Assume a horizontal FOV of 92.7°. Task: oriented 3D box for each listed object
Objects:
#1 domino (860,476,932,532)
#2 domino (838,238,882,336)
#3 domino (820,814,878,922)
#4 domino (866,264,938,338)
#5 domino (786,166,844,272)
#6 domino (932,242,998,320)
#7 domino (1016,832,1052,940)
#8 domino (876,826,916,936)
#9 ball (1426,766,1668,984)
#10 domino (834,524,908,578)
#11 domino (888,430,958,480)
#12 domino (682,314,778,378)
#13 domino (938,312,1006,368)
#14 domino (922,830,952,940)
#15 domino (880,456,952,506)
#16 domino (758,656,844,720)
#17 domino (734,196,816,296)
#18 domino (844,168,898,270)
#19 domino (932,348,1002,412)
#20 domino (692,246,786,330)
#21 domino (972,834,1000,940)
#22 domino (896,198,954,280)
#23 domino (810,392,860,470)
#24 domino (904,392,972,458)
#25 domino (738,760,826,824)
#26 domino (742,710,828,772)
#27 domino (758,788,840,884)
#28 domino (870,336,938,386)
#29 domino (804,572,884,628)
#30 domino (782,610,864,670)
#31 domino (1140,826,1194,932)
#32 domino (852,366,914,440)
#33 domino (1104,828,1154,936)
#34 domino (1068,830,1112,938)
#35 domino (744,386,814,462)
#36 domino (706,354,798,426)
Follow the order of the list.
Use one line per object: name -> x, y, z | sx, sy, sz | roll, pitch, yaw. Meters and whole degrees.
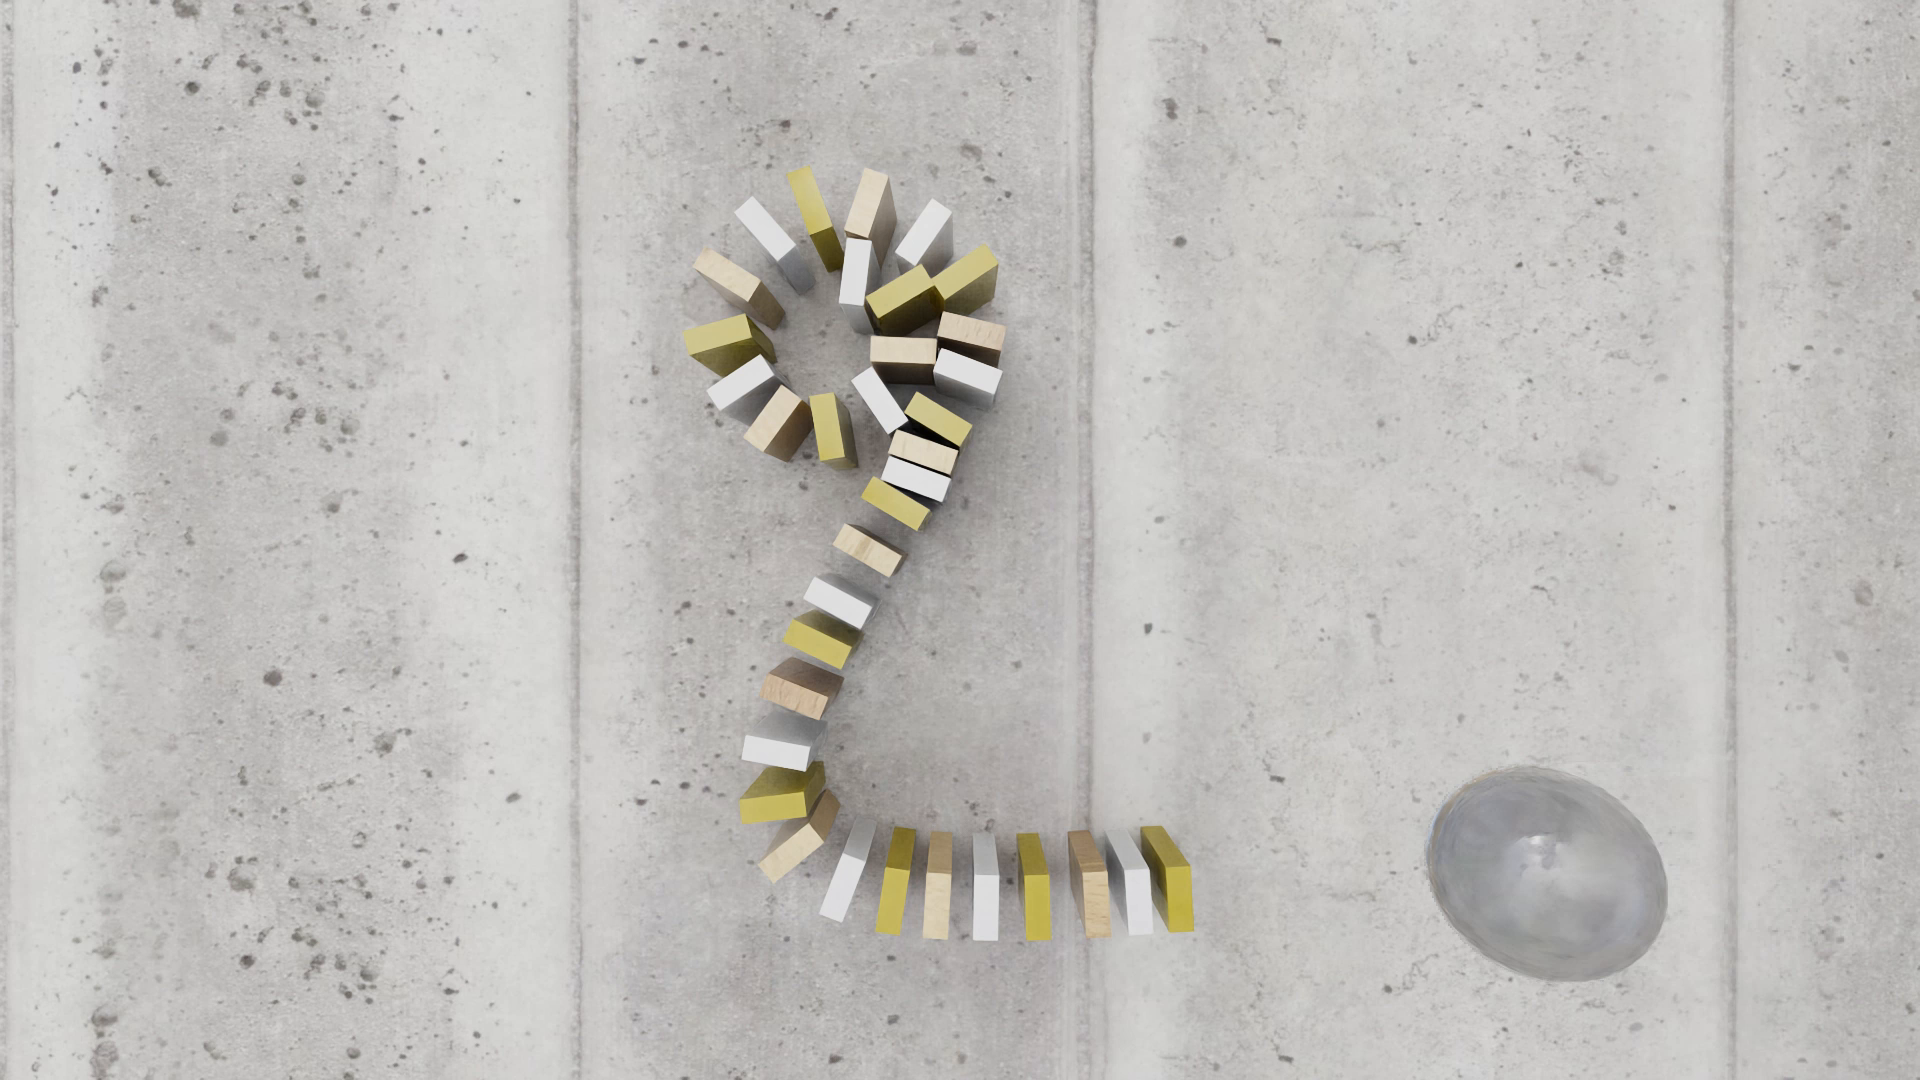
domino -> -0.025, -0.014, 0.375 | 0.025, 0.050, 0.009 | 31, 90, 0
domino -> -0.040, -0.102, 0.375 | 0.010, 0.050, 0.025 | 7, 90, 0
domino -> -0.045, 0.133, 0.375 | 0.010, 0.050, 0.025 | 21, 90, 0
domino -> -0.023, -0.095, 0.375 | 0.025, 0.050, 0.010 | -31, 90, 0
domino -> -0.057, -0.130, 0.375 | 0.009, 0.050, 0.025 | -21, 90, 0
domino -> 0.002, -0.103, 0.375 | 0.025, 0.050, 0.009 | -34, 90, 0
domino -> 0.030, 0.140, 0.375 | 0.009, 0.050, 0.025 | -2, 90, 0
domino -> -0.026, 0.138, 0.375 | 0.009, 0.050, 0.025 | 9, 90, 0
ball -> 0.228, 0.130, 0.360 | 0.080, 0.080, 0.080 | 0, 90, 0
domino -> -0.036, 0.004, 0.375 | 0.025, 0.050, 0.009 | 30, 90, 0
domino -> -0.014, -0.034, 0.375 | 0.025, 0.050, 0.009 | 19, 90, 0
domino -> -0.093, -0.079, 0.375 | 0.025, 0.050, 0.010 | -16, 90, 0
domino -> 0.005, -0.080, 0.375 | 0.025, 0.050, 0.009 | 13, 90, 0
domino -> -0.009, 0.140, 0.375 | 0.009, 0.050, 0.025 | 4, 90, 0
domino -> -0.017, -0.023, 0.375 | 0.025, 0.050, 0.009 | 20, 90, 0
domino -> -0.064, 0.060, 0.375 | 0.025, 0.050, 0.010 | 22, 90, 0
domino -> -0.074, -0.119, 0.375 | 0.009, 0.050, 0.025 | -42, 90, 0
domino -> -0.036, -0.129, 0.375 | 0.009, 0.050, 0.025 | 19, 90, 0
domino -> 0.003, -0.065, 0.375 | 0.025, 0.050, 0.009 | 21, 90, 0
domino -> -0.089, -0.102, 0.375 | 0.025, 0.050, 0.009 | 32, 90, 0
domino -> 0.010, 0.141, 0.375 | 0.009, 0.050, 0.025 | 1, 90, 0
domino -> -0.014, -0.118, 0.375 | 0.010, 0.050, 0.025 | 35, 90, 0
domino -> -0.051, -0.043, 0.375 | 0.010, 0.050, 0.025 | -10, 90, 0
domino -> -0.008, -0.046, 0.375 | 0.025, 0.050, 0.009 | 31, 90, 0
domino -> -0.072, 0.102, 0.375 | 0.025, 0.050, 0.010 | -7, 90, 0
domino -> -0.070, 0.081, 0.375 | 0.025, 0.050, 0.010 | 11, 90, 0
domino -> -0.065, 0.120, 0.375 | 0.025, 0.050, 0.009 | -39, 90, 0
domino -> -0.022, -0.073, 0.375 | 0.025, 0.050, 0.009 | 2, 90, 0
domino -> -0.047, 0.024, 0.375 | 0.025, 0.050, 0.009 | 28, 90, 0
domino -> -0.055, 0.040, 0.375 | 0.025, 0.050, 0.010 | 26, 90, 0
domino -> 0.084, 0.137, 0.375 | 0.009, 0.050, 0.025 | -3, 90, 0
domino -> -0.031, -0.053, 0.375 | 0.009, 0.050, 0.025 | -34, 90, 0
domino -> 0.068, 0.138, 0.375 | 0.010, 0.050, 0.025 | -4, 90, 0
domino -> 0.052, 0.139, 0.375 | 0.010, 0.050, 0.025 | -3, 90, 0
domino -> -0.072, -0.046, 0.375 | 0.009, 0.050, 0.025 | 36, 90, 0
domino -> -0.084, -0.060, 0.375 | 0.025, 0.050, 0.010 | -34, 90, 0
